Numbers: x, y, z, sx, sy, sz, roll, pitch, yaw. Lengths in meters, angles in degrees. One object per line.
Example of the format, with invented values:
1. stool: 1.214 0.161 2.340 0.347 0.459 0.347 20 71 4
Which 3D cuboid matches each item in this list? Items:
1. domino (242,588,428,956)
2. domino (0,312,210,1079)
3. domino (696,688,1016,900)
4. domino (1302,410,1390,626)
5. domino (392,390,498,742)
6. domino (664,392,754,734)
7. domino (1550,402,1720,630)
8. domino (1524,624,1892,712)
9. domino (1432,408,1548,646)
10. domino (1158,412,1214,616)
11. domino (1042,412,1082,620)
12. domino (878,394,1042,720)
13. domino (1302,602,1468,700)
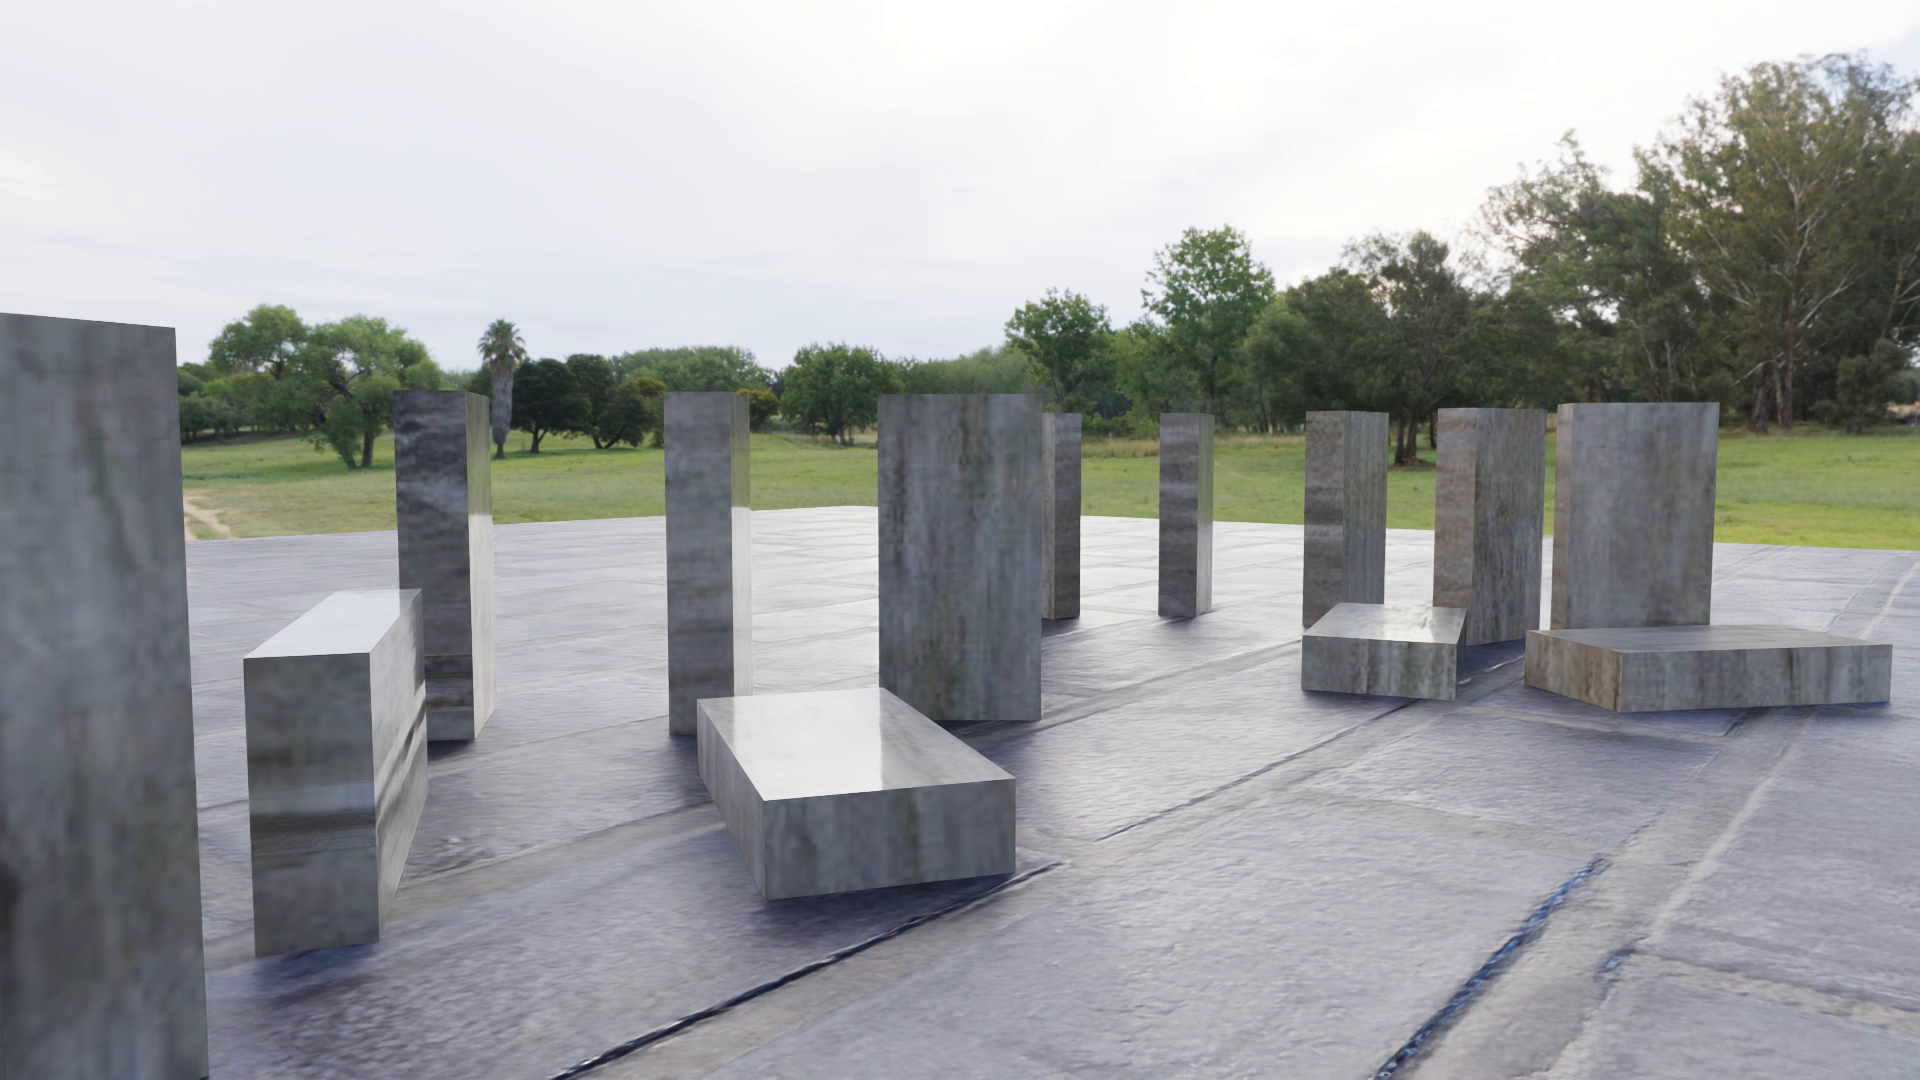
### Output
1. domino: -0.062 0.020 0.131 0.010 0.025 0.050 -1 5 -18
2. domino: -0.060 0.012 0.075 0.010 0.050 0.025 2 5 22
3. domino: -0.014 0.027 0.147 0.025 0.009 0.050 -1 5 -19
4. domino: 0.092 -0.005 0.306 0.010 0.050 0.025 4 6 40
5. domino: -0.077 0.003 0.195 0.009 0.050 0.025 -1 4 -13
6. domino: -0.038 0.003 0.199 0.010 0.050 0.025 0 4 -3
7. domino: 0.126 -0.001 0.241 0.025 0.050 0.009 1 4 9
8. domino: 0.127 0.021 0.220 0.050 0.009 0.025 -1 4 -10
9. domino: 0.115 -0.003 0.280 0.025 0.050 0.010 -3 5 -33
10. domino: 0.058 -0.007 0.327 0.009 0.050 0.025 2 5 20
11. domino: 0.018 -0.007 0.322 0.009 0.050 0.025 -4 6 -43
12. domino: 0.000 0.002 0.201 0.025 0.050 0.009 0 4 0
13. domino: 0.081 0.020 0.240 0.025 0.010 0.050 2 5 23
